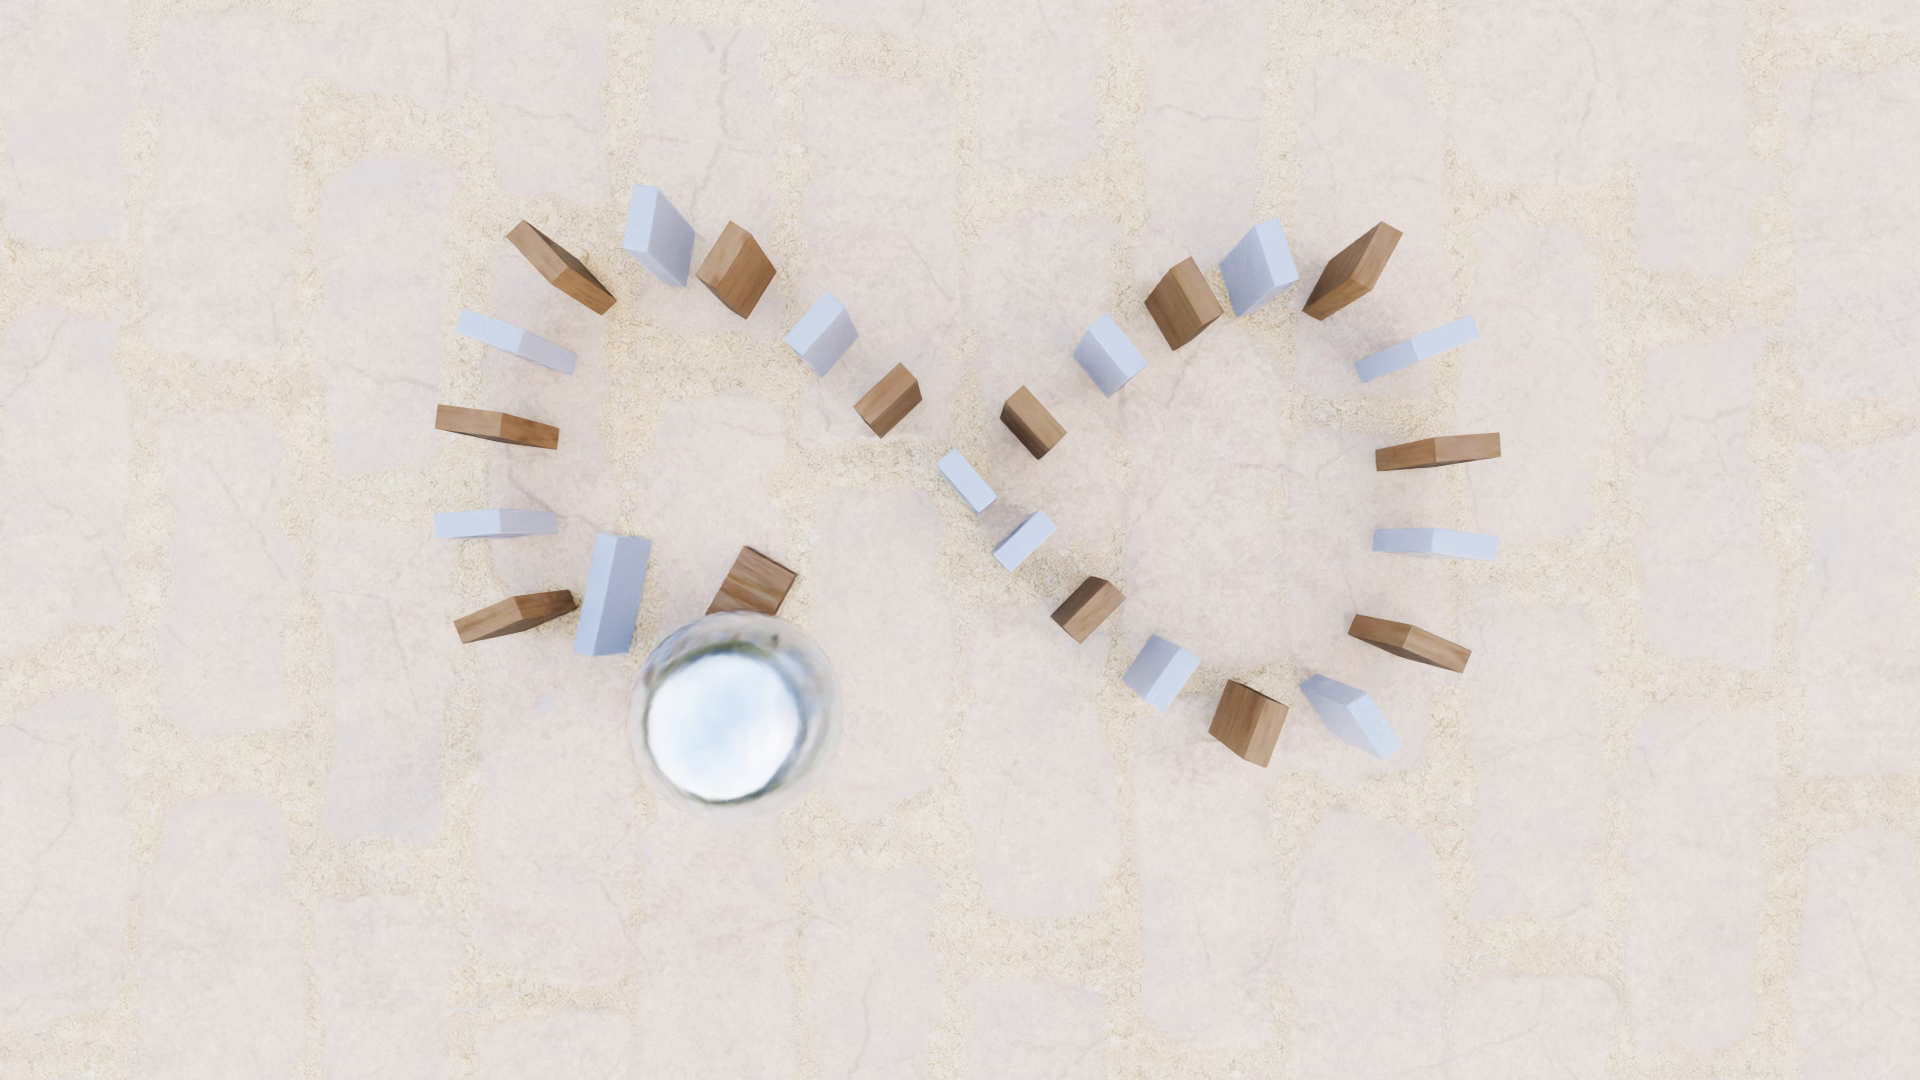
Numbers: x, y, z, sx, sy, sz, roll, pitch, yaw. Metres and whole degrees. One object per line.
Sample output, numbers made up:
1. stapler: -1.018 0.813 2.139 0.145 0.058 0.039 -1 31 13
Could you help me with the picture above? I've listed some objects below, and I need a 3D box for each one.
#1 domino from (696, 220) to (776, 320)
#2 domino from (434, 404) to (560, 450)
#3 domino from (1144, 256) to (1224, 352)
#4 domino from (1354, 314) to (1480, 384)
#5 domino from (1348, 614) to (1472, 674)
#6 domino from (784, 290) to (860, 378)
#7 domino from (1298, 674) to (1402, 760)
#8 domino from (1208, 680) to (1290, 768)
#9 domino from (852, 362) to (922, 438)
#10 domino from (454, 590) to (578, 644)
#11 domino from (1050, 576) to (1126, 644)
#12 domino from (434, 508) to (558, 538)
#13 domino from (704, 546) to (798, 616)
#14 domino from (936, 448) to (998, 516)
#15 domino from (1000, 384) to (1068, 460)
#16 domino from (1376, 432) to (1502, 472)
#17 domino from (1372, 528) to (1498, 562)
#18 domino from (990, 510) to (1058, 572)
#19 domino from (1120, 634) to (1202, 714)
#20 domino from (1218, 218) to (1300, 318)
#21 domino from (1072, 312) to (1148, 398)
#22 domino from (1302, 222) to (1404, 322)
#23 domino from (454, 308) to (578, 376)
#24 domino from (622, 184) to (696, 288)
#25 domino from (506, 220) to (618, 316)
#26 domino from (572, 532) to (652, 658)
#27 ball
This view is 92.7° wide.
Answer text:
1. domino: -0.091 -0.109 0.375 0.010 0.050 0.025 32 90 0
2. domino: -0.188 -0.046 0.375 0.025 0.050 0.009 7 90 0
3. domino: 0.091 -0.095 0.375 0.009 0.050 0.025 -31 90 0
4. domino: 0.186 -0.077 0.375 0.025 0.050 0.009 -21 90 0
5. domino: 0.182 0.042 0.375 0.025 0.050 0.009 24 90 0
6. domino: -0.056 -0.083 0.375 0.009 0.050 0.025 42 90 0
7. domino: 0.159 0.071 0.375 0.010 0.050 0.025 -34 90 0
8. domino: 0.117 0.074 0.375 0.009 0.050 0.025 21 90 0
9. domino: -0.029 -0.056 0.375 0.025 0.050 0.009 -43 90 0
10. domino: -0.180 0.031 0.375 0.025 0.050 0.010 -23 90 0
11. domino: 0.051 0.028 0.375 0.010 0.050 0.025 45 90 0
12. domino: -0.188 -0.006 0.375 0.025 0.050 0.010 -5 90 0
13. domino: -0.094 0.031 0.395 0.025 0.010 0.050 30 90 0
14. domino: 0.003 -0.023 0.375 0.009 0.050 0.025 -41 90 0
15. domino: 0.029 -0.047 0.375 0.009 0.050 0.025 -42 90 0
16. domino: 0.194 -0.036 0.375 0.025 0.050 0.009 -4 90 0
17. domino: 0.193 0.002 0.375 0.025 0.050 0.009 8 90 0
18. domino: 0.025 0.000 0.375 0.025 0.050 0.010 -44 90 0
19. domino: 0.081 0.054 0.375 0.010 0.050 0.025 36 90 0
20. domino: 0.121 -0.110 0.375 0.010 0.050 0.025 -19 90 0
21. domino: 0.060 -0.074 0.375 0.009 0.050 0.025 -39 90 0
22. domino: 0.159 -0.109 0.375 0.010 0.050 0.025 29 90 0
23. domino: -0.180 -0.080 0.375 0.025 0.050 0.009 19 90 0
24. domino: -0.122 -0.123 0.375 0.010 0.050 0.025 10 90 0
25. domino: -0.162 -0.110 0.375 0.009 0.050 0.025 -43 90 0
26. domino: -0.146 0.023 0.387 0.010 0.025 0.050 12 90 15
27. ball: -0.086 0.067 0.353 0.080 0.080 0.080 0 90 0
